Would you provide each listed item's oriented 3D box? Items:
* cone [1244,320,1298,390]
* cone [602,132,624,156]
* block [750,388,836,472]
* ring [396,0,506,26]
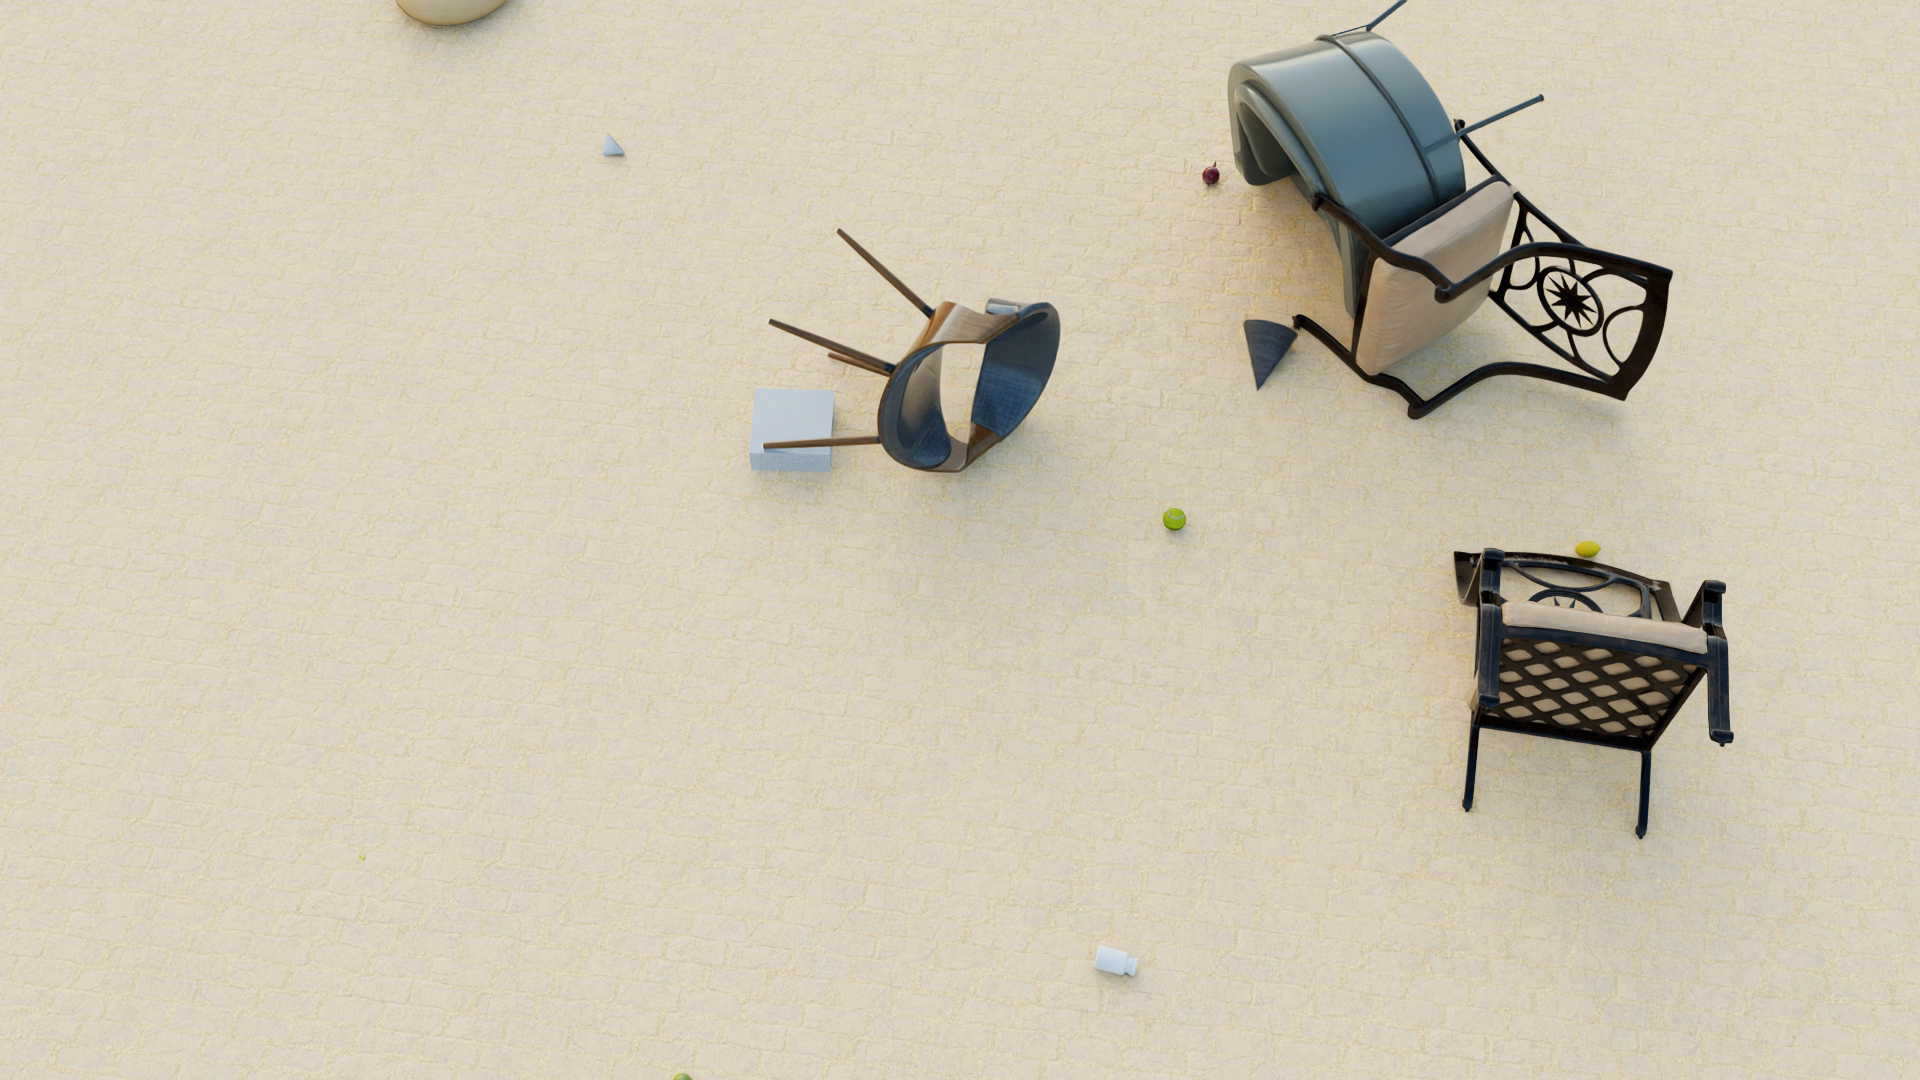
[{"bbox_3d":[0.957,-0.565,6.918,0.178,0.116,0.218,15,72,-1],"label":"cone"},{"bbox_3d":[-1.189,-1.323,7.446,0.065,0.058,0.107,-40,67,3],"label":"cone"},{"bbox_3d":[-0.512,-0.338,6.746,0.244,0.091,0.245,1,56,1],"label":"block"},{"bbox_3d":[-1.795,-2.031,7.860,0.443,0.129,0.514,28,61,16],"label":"ring"}]
